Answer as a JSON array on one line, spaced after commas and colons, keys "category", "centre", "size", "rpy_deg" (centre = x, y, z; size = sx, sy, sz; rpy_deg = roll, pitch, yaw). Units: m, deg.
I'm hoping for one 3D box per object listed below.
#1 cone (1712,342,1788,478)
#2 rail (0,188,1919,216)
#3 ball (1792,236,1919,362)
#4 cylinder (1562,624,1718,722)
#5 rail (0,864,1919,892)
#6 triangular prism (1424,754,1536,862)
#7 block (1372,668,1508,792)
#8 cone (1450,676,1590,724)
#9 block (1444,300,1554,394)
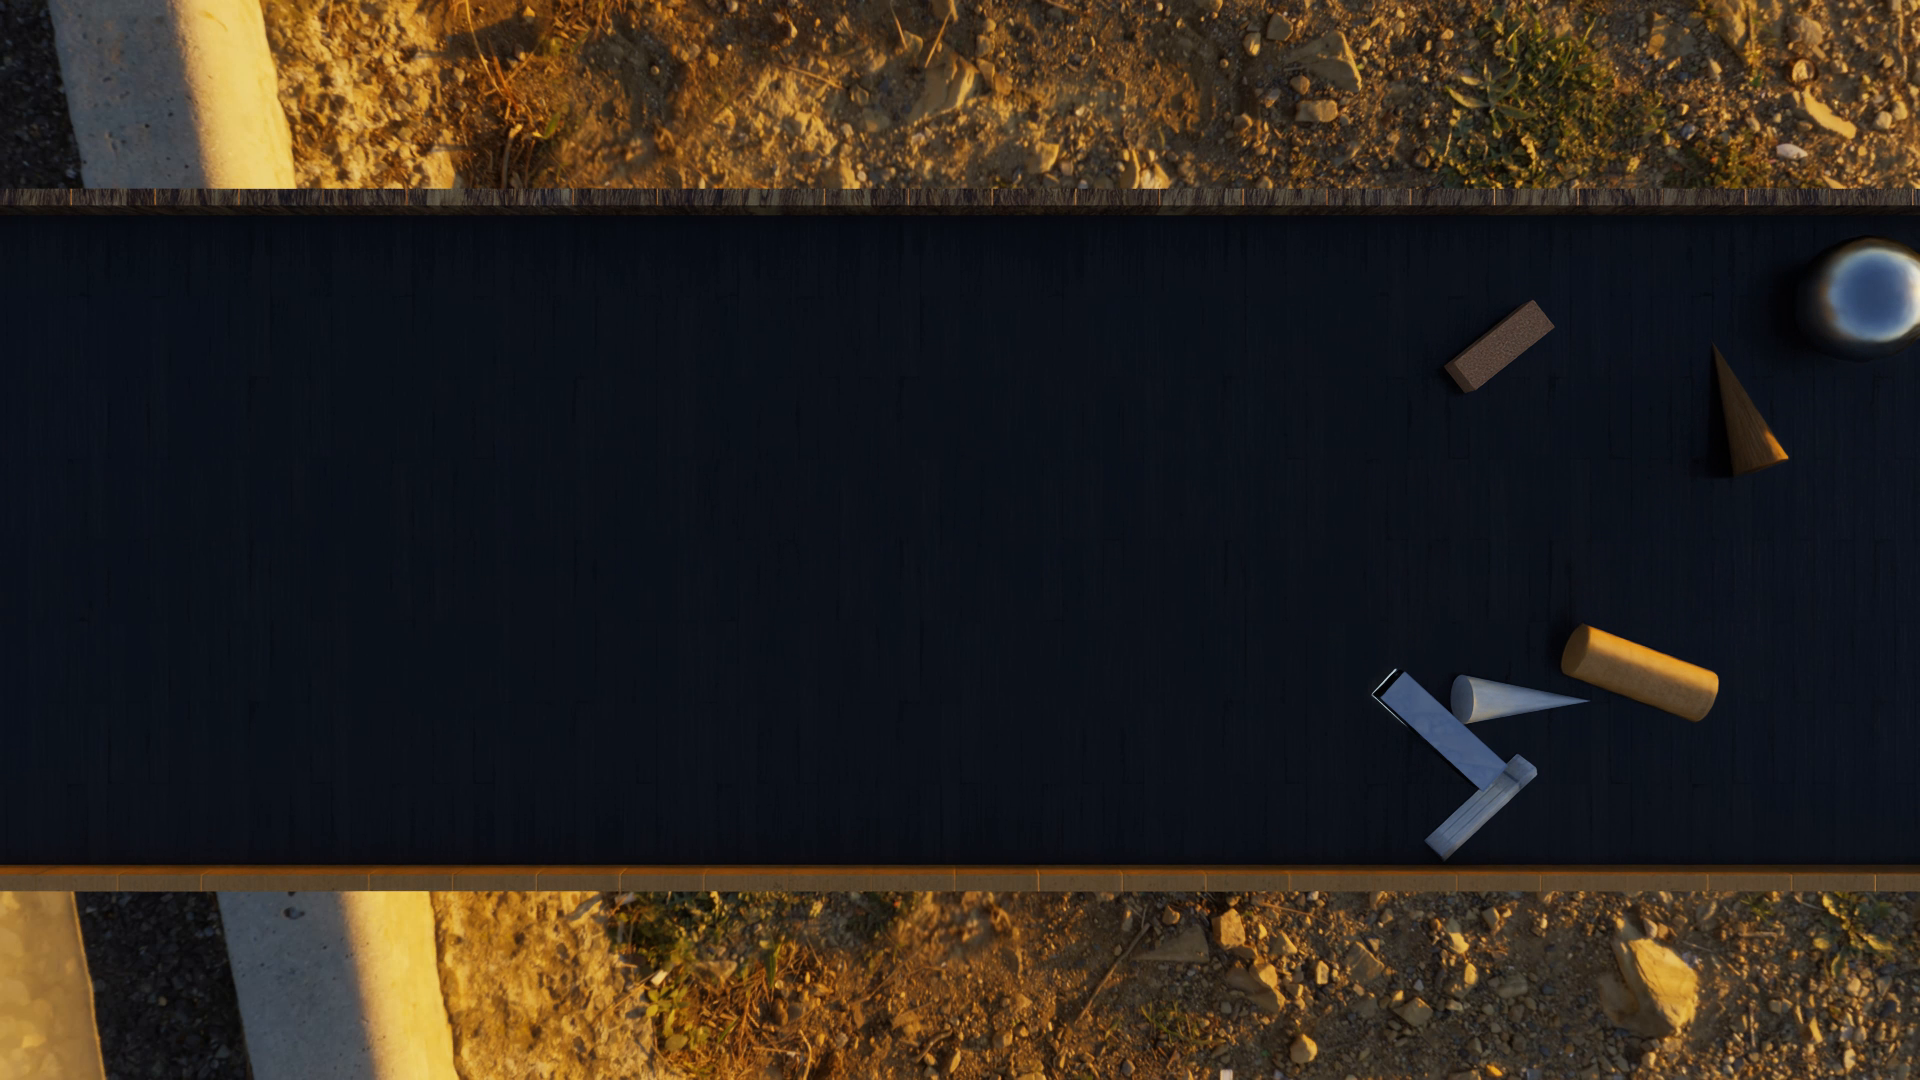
[{"category": "cone", "centre": [2.370, -0.418, 5.037], "size": [0.162, 0.162, 0.422], "rpy_deg": [-16, 79, 0]}, {"category": "rail", "centre": [-2.247, -1.025, 5.002], "size": [12.000, 0.150, 0.050], "rpy_deg": [0, 90, 0]}, {"category": "ball", "centre": [2.679, -0.713, 4.889], "size": [0.374, 0.374, 0.374], "rpy_deg": [0, 90, 0]}, {"category": "cylinder", "centre": [2.057, 0.402, 4.995], "size": [0.414, 0.163, 0.163], "rpy_deg": [20, 90, 0]}, {"category": "rail", "centre": [-2.247, 1.025, 5.001], "size": [12.000, 0.150, 0.050], "rpy_deg": [0, 90, 0]}, {"category": "triangular prism", "centre": [1.601, 0.823, 5.037], "size": [0.393, 0.076, 0.088], "rpy_deg": [-43, 90, 0]}, {"category": "block", "centre": [1.458, 0.577, 5.022], "size": [0.421, 0.109, 0.109], "rpy_deg": [42, 90, 0]}, {"category": "cone", "centre": [1.734, 0.489, 5.040], "size": [0.428, 0.149, 0.149], "rpy_deg": [2, 90, -10]}, {"category": "block", "centre": [1.641, -0.588, 5.024], "size": [0.306, 0.105, 0.105], "rpy_deg": [-38, 90, 0]}]
